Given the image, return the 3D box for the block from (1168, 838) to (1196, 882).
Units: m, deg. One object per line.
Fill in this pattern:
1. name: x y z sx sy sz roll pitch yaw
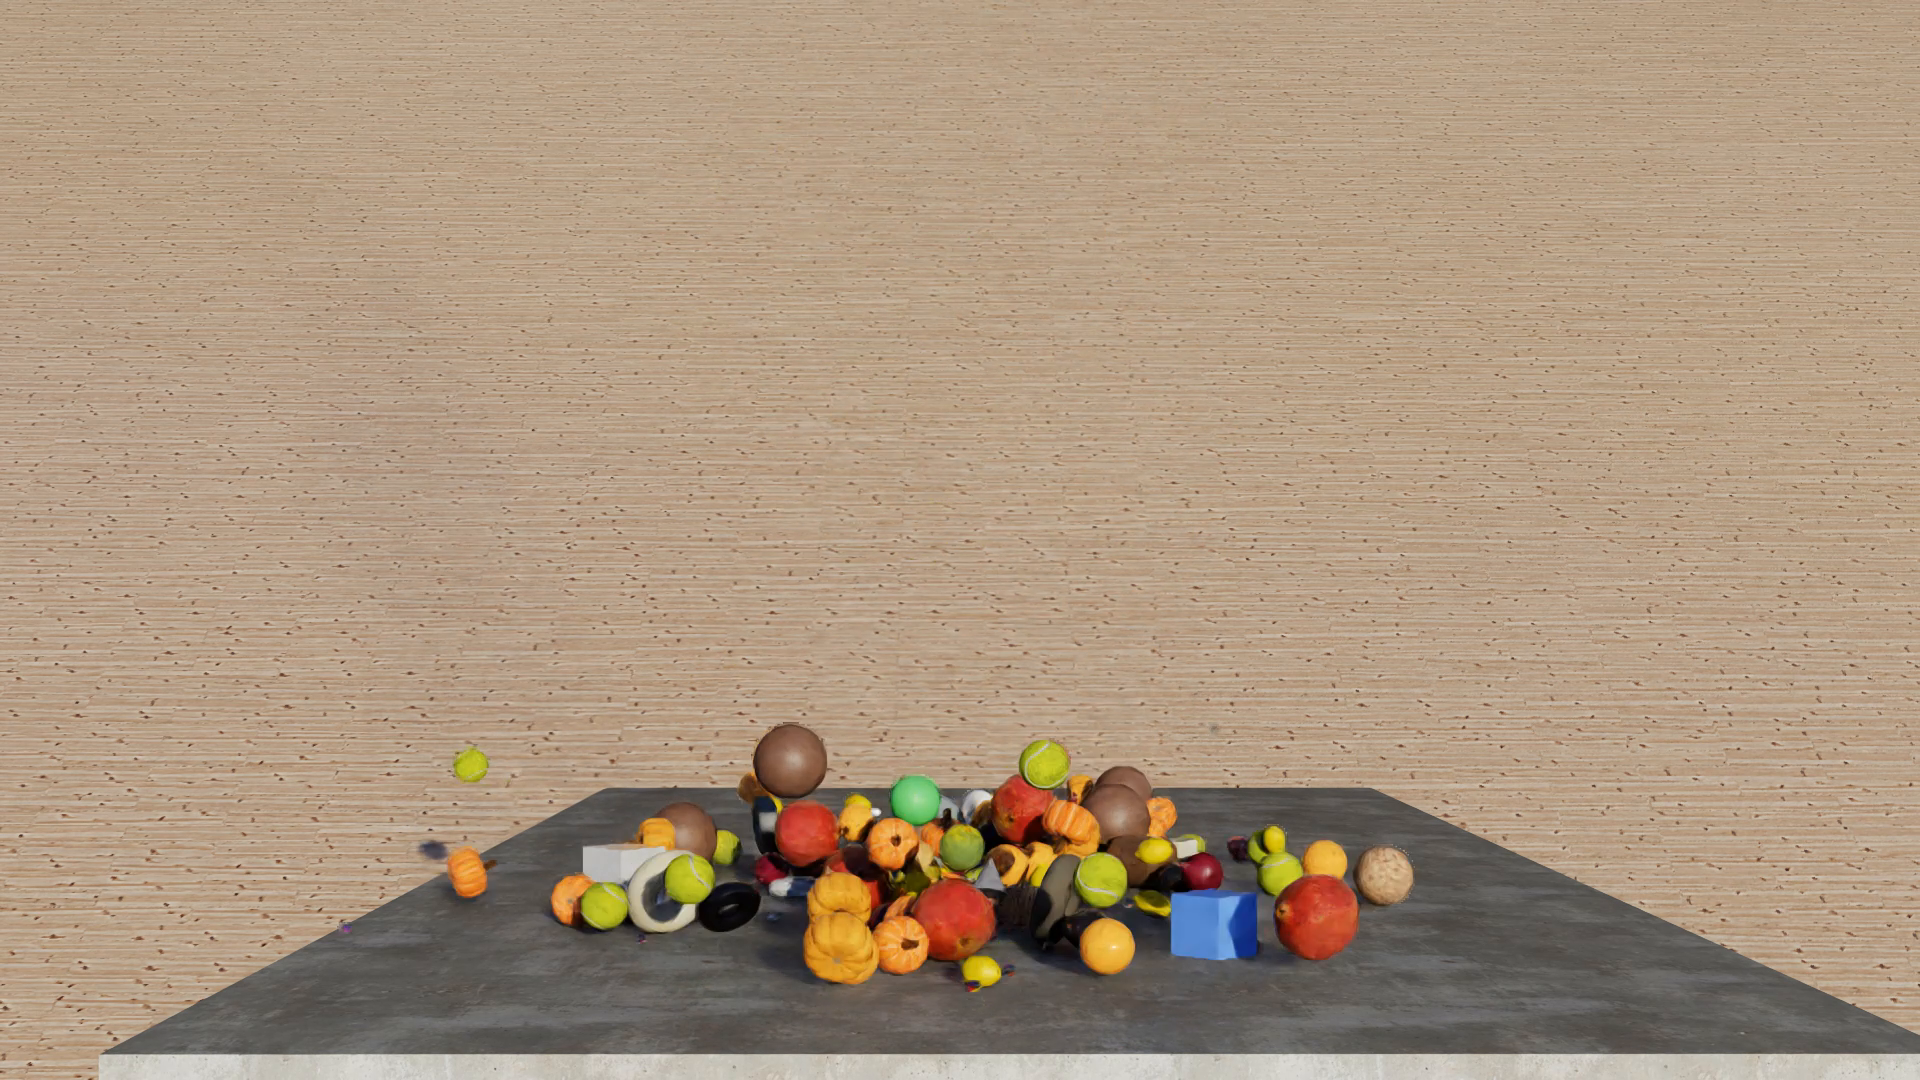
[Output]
1. block: 0.369 0.560 4.550 0.068 0.068 0.068 -1 -2 29

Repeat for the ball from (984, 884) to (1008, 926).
1. ball: 0.051 0.545 3.890 0.067 0.067 0.067 0 34 0

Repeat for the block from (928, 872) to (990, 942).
1. block: 0.001 0.529 3.748 0.077 0.077 0.077 14 -1 3

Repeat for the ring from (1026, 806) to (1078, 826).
1. ring: 0.199 0.601 5.630 0.116 0.039 0.116 2 -2 0

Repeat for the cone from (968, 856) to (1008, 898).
1. cone: 0.041 0.469 3.642 0.055 0.055 0.055 3 69 5

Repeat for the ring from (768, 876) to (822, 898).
1. ring: -0.270 0.573 4.280 0.091 0.030 0.091 -1 -2 0

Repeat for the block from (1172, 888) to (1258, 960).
1. block: 0.350 0.529 3.577 0.084 0.084 0.084 1 -2 -45

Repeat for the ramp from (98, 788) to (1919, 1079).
1. ramp: 0.075 0.650 4.785 2.000 0.100 4.000 0 -1 0

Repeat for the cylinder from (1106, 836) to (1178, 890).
1. cylinder: 0.309 0.547 4.404 0.088 0.088 0.088 -6 21 48

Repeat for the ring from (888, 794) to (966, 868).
1. ring: -0.057 0.507 4.523 0.139 0.139 0.046 7 -9 11

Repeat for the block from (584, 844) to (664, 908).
1. block: -0.541 0.540 4.176 0.092 0.092 0.092 -1 -2 42

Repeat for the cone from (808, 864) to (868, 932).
1. cone: -0.189 0.522 3.842 0.090 0.090 0.090 -10 10 2

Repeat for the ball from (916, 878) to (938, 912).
1. ball: -0.041 0.556 4.060 0.053 0.053 0.053 0 34 0

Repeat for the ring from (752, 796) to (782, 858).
1. ring: -0.352 0.523 4.730 0.038 0.115 0.115 -8 35 -13

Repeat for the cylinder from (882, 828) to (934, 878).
1. cylinder: -0.078 0.471 3.900 0.055 0.055 0.055 37 25 -23

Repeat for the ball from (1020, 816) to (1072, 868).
1. ball: 0.156 0.551 4.730 0.096 0.096 0.096 0 34 0

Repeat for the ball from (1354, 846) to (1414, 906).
1. ball: 0.678 0.538 4.156 0.094 0.094 0.094 0 34 0

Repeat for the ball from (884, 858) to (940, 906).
1. ball: -0.076 0.539 4.153 0.091 0.091 0.091 0 34 0

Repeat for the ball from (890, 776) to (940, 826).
1. ball: -0.069 0.398 3.958 0.077 0.077 0.077 0 34 0

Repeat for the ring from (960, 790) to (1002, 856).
1. ring: 0.041 0.542 4.969 0.042 0.126 0.126 -5 32 -28

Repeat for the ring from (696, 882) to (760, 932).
1. ring: -0.340 0.539 3.814 0.098 0.098 0.033 -12 48 -18

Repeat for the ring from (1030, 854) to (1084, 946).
1. ring: 0.138 0.507 3.654 0.045 0.135 0.135 18 37 15

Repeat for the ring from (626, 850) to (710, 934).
1. ring: -0.427 0.516 3.801 0.136 0.136 0.045 -20 34 -27
